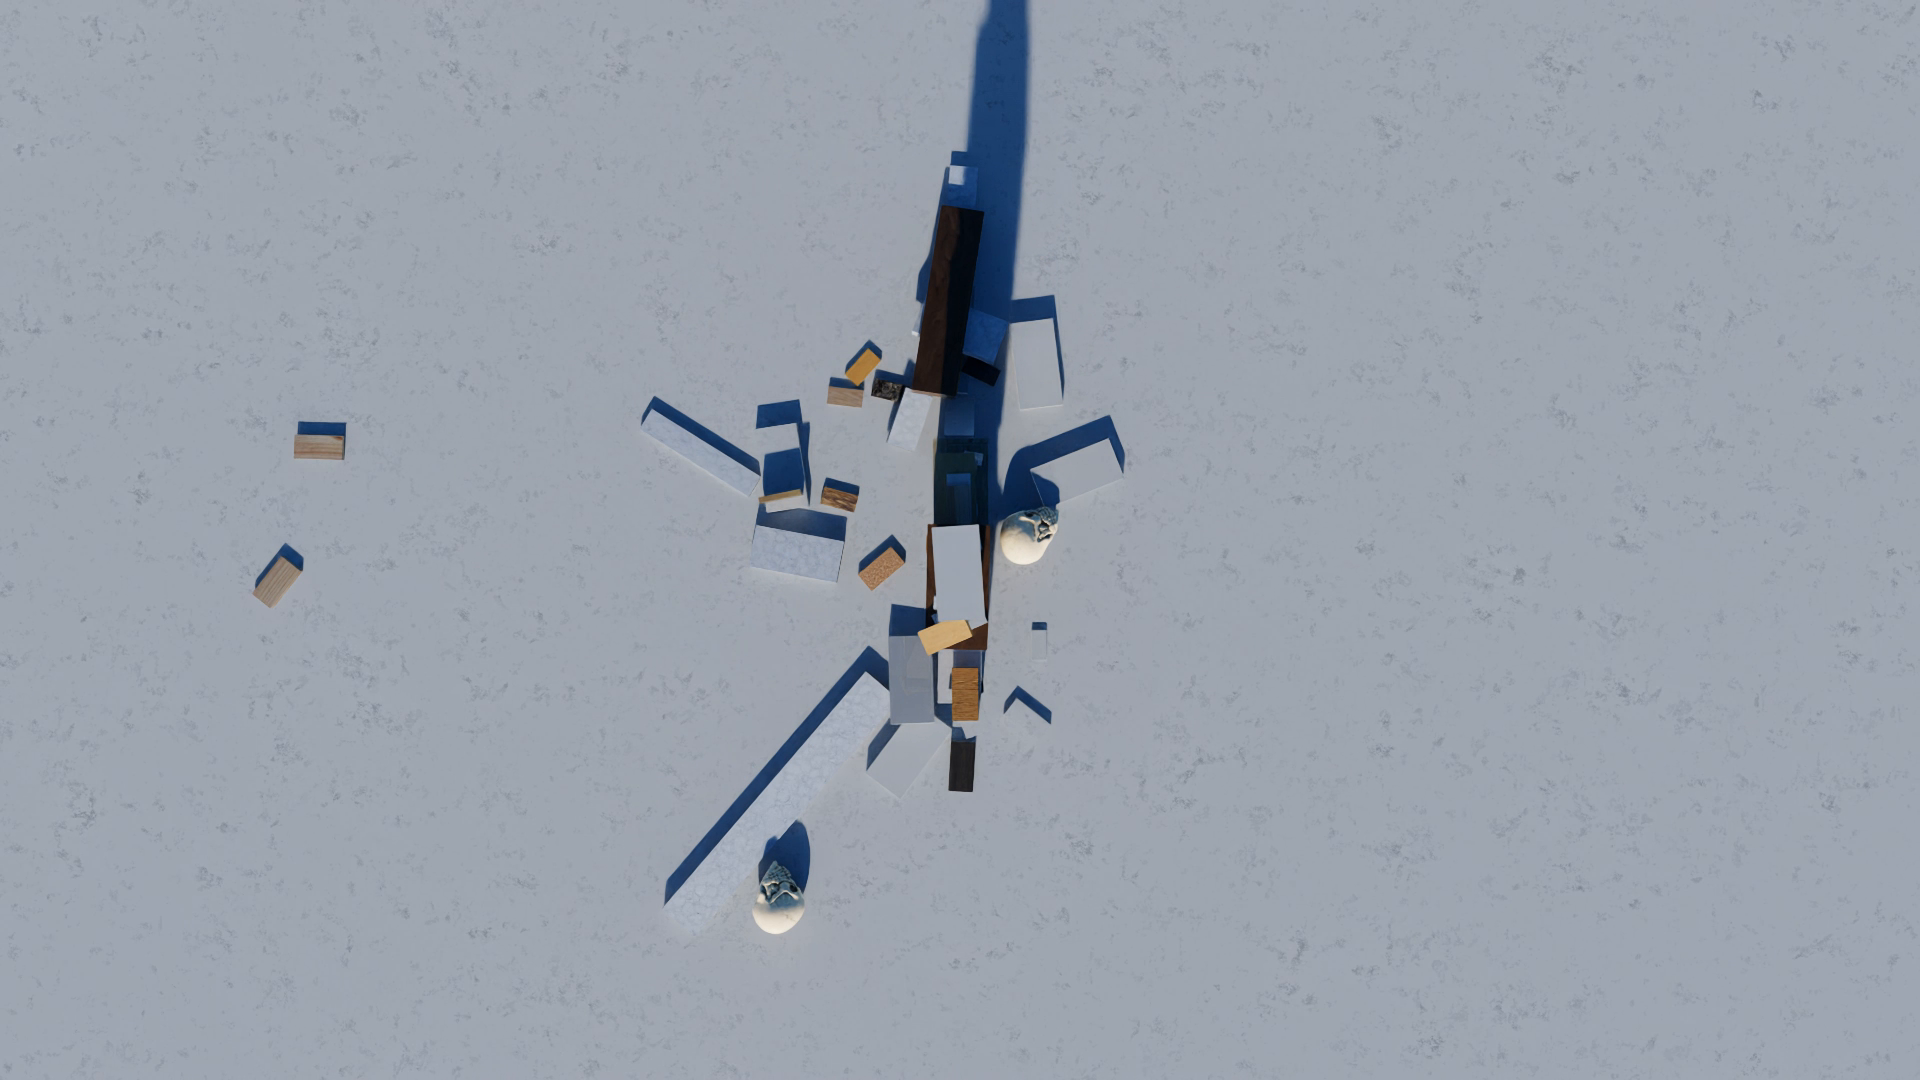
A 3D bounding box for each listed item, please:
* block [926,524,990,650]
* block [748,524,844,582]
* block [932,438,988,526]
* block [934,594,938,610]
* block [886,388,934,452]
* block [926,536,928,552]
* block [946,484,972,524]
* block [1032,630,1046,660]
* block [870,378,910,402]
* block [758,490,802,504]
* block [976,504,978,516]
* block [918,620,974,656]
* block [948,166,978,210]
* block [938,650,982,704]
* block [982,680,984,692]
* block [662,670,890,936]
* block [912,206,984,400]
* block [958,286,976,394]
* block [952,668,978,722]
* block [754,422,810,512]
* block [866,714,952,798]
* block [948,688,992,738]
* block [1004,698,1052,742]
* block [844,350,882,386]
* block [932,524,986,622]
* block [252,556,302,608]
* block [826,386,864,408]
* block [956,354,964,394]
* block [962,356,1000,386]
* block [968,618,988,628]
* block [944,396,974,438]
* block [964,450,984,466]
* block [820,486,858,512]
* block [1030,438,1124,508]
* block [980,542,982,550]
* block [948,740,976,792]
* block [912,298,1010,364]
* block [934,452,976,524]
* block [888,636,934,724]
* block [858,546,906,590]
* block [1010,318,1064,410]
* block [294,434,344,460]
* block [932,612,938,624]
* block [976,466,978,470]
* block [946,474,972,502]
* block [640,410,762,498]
[{"bbox_3d":[-0.007,0.134,4.731,0.178,0.050,0.356,1,90,0],"label":"block"},{"bbox_3d":[-0.542,0.046,5.480,0.296,0.040,0.140,11,90,0],"label":"block"},{"bbox_3d":[0.002,-0.144,5.136,0.170,0.048,0.339,0,90,0],"label":"block"},{"bbox_3d":[-0.008,0.170,4.579,0.126,0.253,0.036,2,91,0],"label":"block"},{"bbox_3d":[-0.168,-0.399,5.476,0.097,0.027,0.194,19,90,-13],"label":"block"},{"bbox_3d":[-0.009,0.015,4.935,0.178,0.356,0.050,2,90,0],"label":"block"},{"bbox_3d":[-0.002,-0.090,4.812,0.069,0.020,0.139,-3,91,1],"label":"block"},{"bbox_3d":[0.263,0.349,5.493,0.049,0.014,0.098,0,90,0],"label":"block"},{"bbox_3d":[-0.232,-0.495,5.492,0.119,0.017,0.059,14,90,0],"label":"block"},{"bbox_3d":[-0.589,-0.143,5.426,0.139,0.069,0.020,-11,90,0],"label":"block"},{"bbox_3d":[-0.006,-0.089,4.994,0.118,0.237,0.034,-1,90,0],"label":"block"},{"bbox_3d":[-0.040,0.266,4.674,0.145,0.021,0.072,-24,90,18],"label":"block"},{"bbox_3d":[0.007,-1.146,5.487,0.095,0.027,0.189,5,90,0],"label":"block"},{"bbox_3d":[0.000,0.377,5.208,0.136,0.039,0.273,1,90,0],"label":"block"},{"bbox_3d":[0.007,0.469,5.364,0.136,0.273,0.039,-3,90,0],"label":"block"},{"bbox_3d":[-0.595,0.874,5.480,0.144,0.041,1.037,41,90,0],"label":"block"},{"bbox_3d":[-0.038,-0.781,5.402,0.144,0.041,0.633,9,81,0],"label":"block"},{"bbox_3d":[-0.009,-0.668,5.487,0.095,0.027,0.355,4,90,0],"label":"block"},{"bbox_3d":[0.016,0.482,5.154,0.082,0.023,0.165,0,90,0],"label":"block"},{"bbox_3d":[-0.591,-0.239,5.480,0.140,0.040,0.280,-9,90,0],"label":"block"},{"bbox_3d":[-0.169,0.699,5.480,0.144,0.041,0.288,37,90,0],"label":"block"},{"bbox_3d":[0.031,0.531,5.177,0.082,0.023,0.165,-20,90,0],"label":"block"},{"bbox_3d":[0.224,0.598,5.490,0.145,0.021,0.072,38,90,0],"label":"block"},{"bbox_3d":[-0.323,-0.574,5.492,0.059,0.017,0.117,42,90,0],"label":"block"},{"bbox_3d":[-0.004,0.089,4.435,0.126,0.036,0.253,-4,90,0],"label":"block"},{"bbox_3d":[-2.272,0.141,5.489,0.080,0.023,0.159,38,90,0],"label":"block"},{"bbox_3d":[-0.382,-0.475,5.492,0.117,0.017,0.059,7,90,0],"label":"block"},{"bbox_3d":[-0.041,-0.582,5.460,0.094,0.027,0.189,10,90,0],"label":"block"},{"bbox_3d":[0.070,-0.561,5.475,0.119,0.017,0.059,26,85,-14],"label":"block"},{"bbox_3d":[0.024,0.232,4.699,0.098,0.014,0.049,-24,90,0],"label":"block"},{"bbox_3d":[-0.002,-0.399,5.423,0.097,0.027,0.194,1,46,0],"label":"block"},{"bbox_3d":[0.040,-0.251,5.052,0.059,0.119,0.017,10,103,0],"label":"block"},{"bbox_3d":[-0.401,-0.134,5.492,0.117,0.017,0.058,15,90,0],"label":"block"},{"bbox_3d":[0.388,-0.221,5.480,0.280,0.040,0.140,-22,90,0],"label":"block"},{"bbox_3d":[-0.005,0.018,4.579,0.126,0.253,0.036,-10,90,0],"label":"block"},{"bbox_3d":[0.006,0.754,5.488,0.082,0.023,0.165,3,90,0],"label":"block"},{"bbox_3d":[0.002,-0.697,5.430,0.287,0.041,0.144,21,81,2],"label":"block"},{"bbox_3d":[-0.012,-0.137,4.858,0.118,0.034,0.237,-2,91,0],"label":"block"},{"bbox_3d":[-0.162,0.462,5.450,0.144,0.041,0.288,-1,80,-4],"label":"block"},{"bbox_3d":[-0.261,0.096,5.490,0.145,0.021,0.072,-40,90,0],"label":"block"},{"bbox_3d":[0.253,-0.583,5.480,0.144,0.041,0.287,-7,90,0],"label":"block"},{"bbox_3d":[-2.132,-0.308,5.489,0.159,0.023,0.080,2,90,0],"label":"block"},{"bbox_3d":[-0.037,0.247,4.689,0.049,0.014,0.098,-28,89,18],"label":"block"},{"bbox_3d":[-0.008,-0.219,4.992,0.118,0.237,0.034,10,98,0],"label":"block"},{"bbox_3d":[-0.002,-0.125,4.831,0.069,0.020,0.139,-2,91,0],"label":"block"},{"bbox_3d":[-0.863,-0.290,5.489,0.426,0.023,0.080,32,90,0],"label":"block"}]
